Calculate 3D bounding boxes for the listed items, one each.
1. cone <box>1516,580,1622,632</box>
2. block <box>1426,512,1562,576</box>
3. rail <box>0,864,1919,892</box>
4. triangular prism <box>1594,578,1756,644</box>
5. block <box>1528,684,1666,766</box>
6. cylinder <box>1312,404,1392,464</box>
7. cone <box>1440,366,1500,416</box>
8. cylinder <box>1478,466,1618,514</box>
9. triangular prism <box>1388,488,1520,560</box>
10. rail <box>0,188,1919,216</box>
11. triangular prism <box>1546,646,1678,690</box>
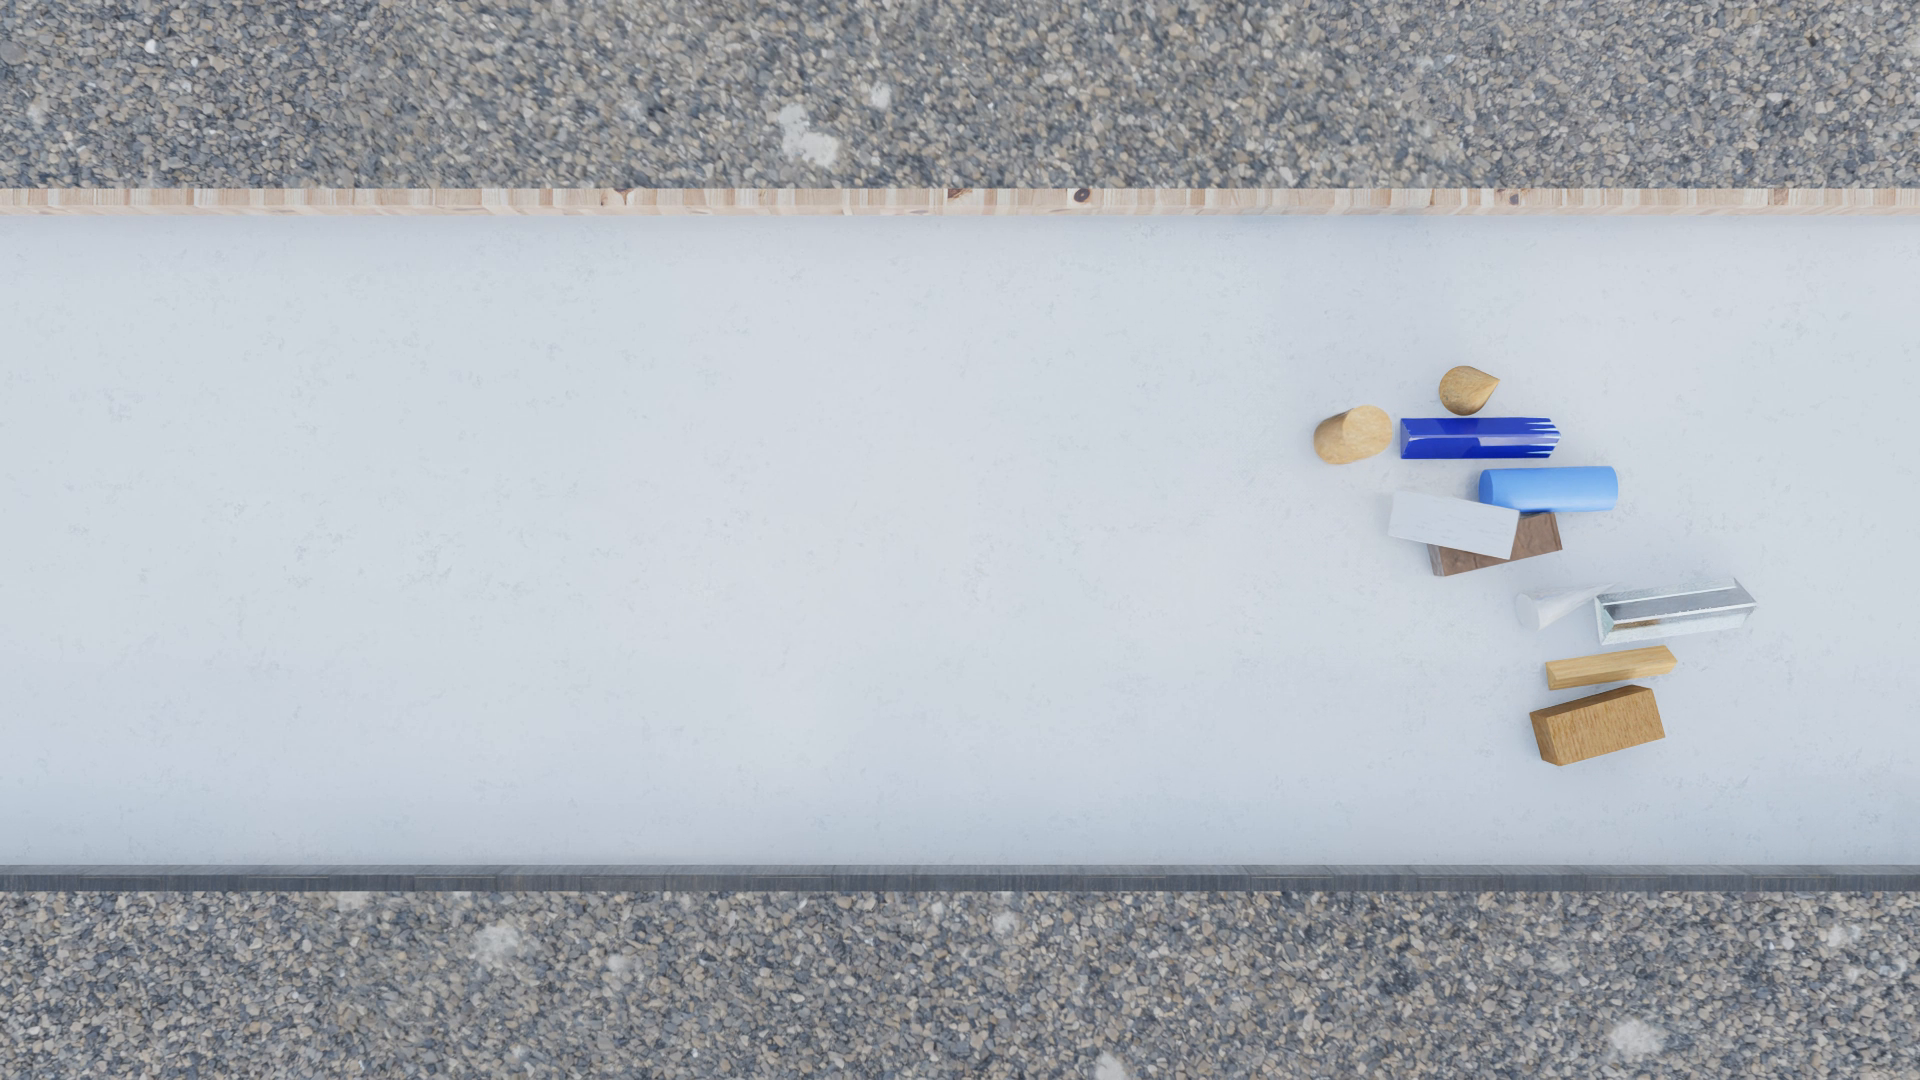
[{"bbox_3d":[1.884,0.174,5.046,0.337,0.125,0.125,-17,90,-11],"label":"cone"},{"bbox_3d":[1.623,0.014,5.019,0.364,0.116,0.116,-13,90,0],"label":"block"},{"bbox_3d":[-2.247,1.025,5.001,12.000,0.150,0.050,0,90,0],"label":"rail"},{"bbox_3d":[2.175,0.219,5.007,0.432,0.131,0.152,-7,90,0],"label":"triangular prism"},{"bbox_3d":[1.929,0.561,5.001,0.329,0.151,0.151,-15,90,0],"label":"block"},{"bbox_3d":[1.166,-0.311,4.910,0.148,0.325,0.148,0,88,-3],"label":"cylinder"},{"bbox_3d":[1.551,-0.460,4.904,0.155,0.345,0.155,0,90,0],"label":"cone"},{"bbox_3d":[1.784,-0.152,5.008,0.375,0.137,0.137,-2,90,0],"label":"cylinder"},{"bbox_3d":[1.478,-0.078,4.922,0.357,0.133,0.154,13,55,20],"label":"triangular prism"},{"bbox_3d":[-2.247,-1.025,5.002,12.000,0.150,0.050,0,90,0],"label":"rail"},{"bbox_3d":[1.991,0.393,5.036,0.371,0.076,0.088,-8,90,0],"label":"triangular prism"}]
